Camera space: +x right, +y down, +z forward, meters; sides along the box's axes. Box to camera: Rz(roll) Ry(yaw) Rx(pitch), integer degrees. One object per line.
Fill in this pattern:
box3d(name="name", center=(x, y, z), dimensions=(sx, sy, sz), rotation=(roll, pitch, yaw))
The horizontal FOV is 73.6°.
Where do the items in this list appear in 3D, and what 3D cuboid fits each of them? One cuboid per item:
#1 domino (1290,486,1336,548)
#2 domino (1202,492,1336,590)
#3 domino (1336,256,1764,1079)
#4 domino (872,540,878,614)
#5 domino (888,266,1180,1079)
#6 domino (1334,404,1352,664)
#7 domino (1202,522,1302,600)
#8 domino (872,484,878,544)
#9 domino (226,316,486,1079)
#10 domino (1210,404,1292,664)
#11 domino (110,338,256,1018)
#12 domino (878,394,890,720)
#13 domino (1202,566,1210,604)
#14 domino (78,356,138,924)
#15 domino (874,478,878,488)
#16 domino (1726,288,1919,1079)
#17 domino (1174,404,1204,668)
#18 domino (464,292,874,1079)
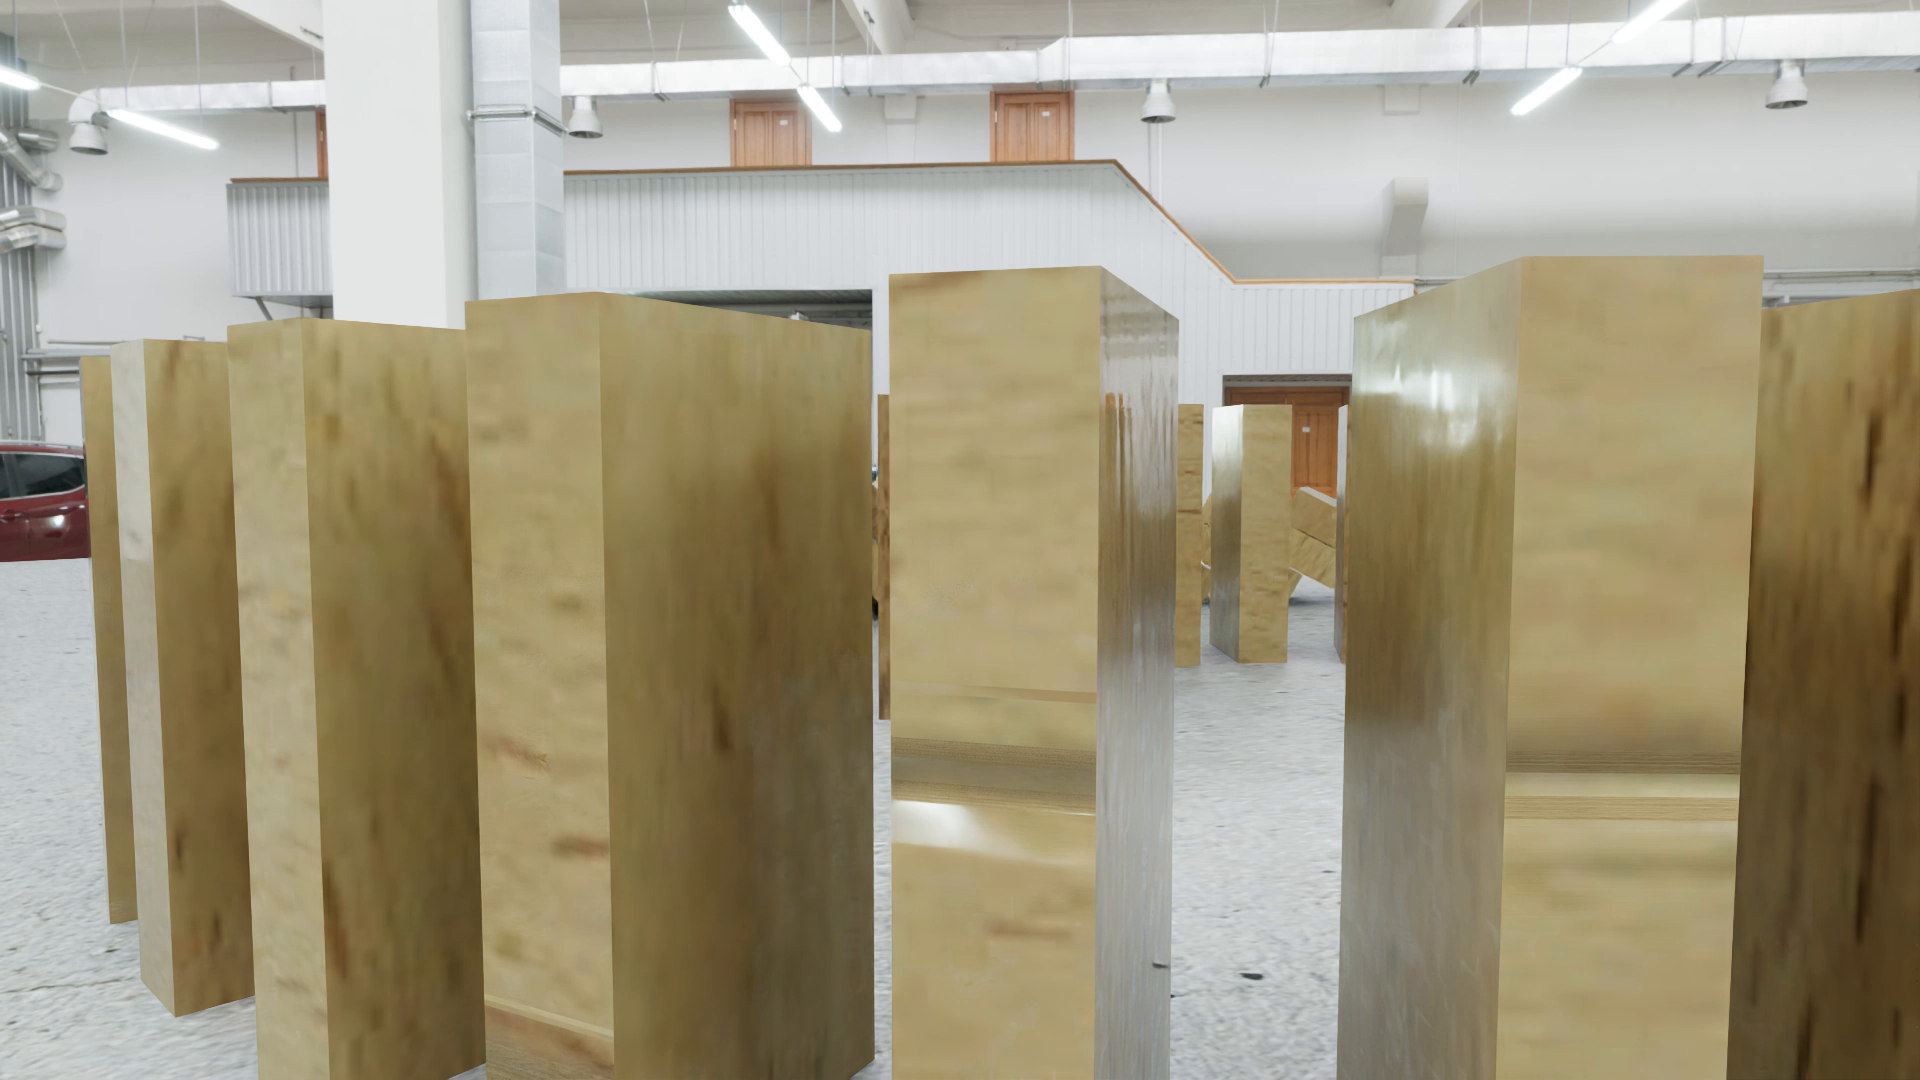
box3d(name="domino", center=(0.112, 0.002, 0.342), dimensions=(0.050, 0.010, 0.025), rotation=(29, 13, 16))
box3d(name="domino", center=(0.091, 0.001, 0.348), dimensions=(0.050, 0.009, 0.025), rotation=(29, 13, 14))
box3d(name="domino", center=(0.028, 0.013, 0.066), dimensions=(0.009, 0.050, 0.025), rotation=(0, 4, 2))
box3d(name="domino", center=(-0.035, -0.002, 0.313), dimensions=(0.009, 0.050, 0.025), rotation=(-51, 27, -19))
box3d(name="domino", center=(0.005, 0.012, 0.069), dimensions=(0.010, 0.050, 0.025), rotation=(1, 4, 17))
box3d(name="domino", center=(0.081, -0.002, 0.258), dimensions=(0.010, 0.050, 0.025), rotation=(1, 4, 13))
box3d(name="domino", center=(0.068, 0.001, 0.350), dimensions=(0.050, 0.010, 0.025), rotation=(29, 9, 8))
box3d(name="domino", center=(-0.018, -0.001, 0.326), dimensions=(0.050, 0.009, 0.025), rotation=(40, -13, -23))
box3d(name="domino", center=(-0.035, 0.011, 0.091), dimensions=(0.010, 0.050, 0.025), rotation=(3, 5, 36))
box3d(name="domino", center=(0.058, -0.002, 0.260), dimensions=(0.009, 0.050, 0.025), rotation=(0, 4, -2))
box3d(name="domino", center=(-0.053, 0.010, 0.106), dimensions=(0.009, 0.050, 0.025), rotation=(4, 6, 44))
box3d(name="domino", center=(0.000, 0.002, 0.201), dimensions=(0.025, 0.050, 0.009), rotation=(0, 4, 0))
box3d(name="domino", center=(0.044, 0.000, 0.348), dimensions=(0.050, 0.009, 0.025), rotation=(29, 4, -1))
box3d(name="domino", center=(-0.068, 0.008, 0.123), dimensions=(0.025, 0.050, 0.009), rotation=(-3, 5, -36))
box3d(name="domino", center=(0.000, -0.001, 0.337), dimensions=(0.050, 0.010, 0.025), rotation=(34, -6, -16))
box3d(name="domino", center=(0.051, 0.013, 0.067), dimensions=(0.009, 0.050, 0.025), rotation=(-1, 4, -8))
box3d(name="domino", center=(0.036, -0.001, 0.254), dimensions=(0.009, 0.050, 0.025), rotation=(-2, 5, -26))
box3d(name="domino", center=(-0.016, 0.012, 0.078), dimensions=(0.009, 0.050, 0.025), rotation=(2, 5, 28))
